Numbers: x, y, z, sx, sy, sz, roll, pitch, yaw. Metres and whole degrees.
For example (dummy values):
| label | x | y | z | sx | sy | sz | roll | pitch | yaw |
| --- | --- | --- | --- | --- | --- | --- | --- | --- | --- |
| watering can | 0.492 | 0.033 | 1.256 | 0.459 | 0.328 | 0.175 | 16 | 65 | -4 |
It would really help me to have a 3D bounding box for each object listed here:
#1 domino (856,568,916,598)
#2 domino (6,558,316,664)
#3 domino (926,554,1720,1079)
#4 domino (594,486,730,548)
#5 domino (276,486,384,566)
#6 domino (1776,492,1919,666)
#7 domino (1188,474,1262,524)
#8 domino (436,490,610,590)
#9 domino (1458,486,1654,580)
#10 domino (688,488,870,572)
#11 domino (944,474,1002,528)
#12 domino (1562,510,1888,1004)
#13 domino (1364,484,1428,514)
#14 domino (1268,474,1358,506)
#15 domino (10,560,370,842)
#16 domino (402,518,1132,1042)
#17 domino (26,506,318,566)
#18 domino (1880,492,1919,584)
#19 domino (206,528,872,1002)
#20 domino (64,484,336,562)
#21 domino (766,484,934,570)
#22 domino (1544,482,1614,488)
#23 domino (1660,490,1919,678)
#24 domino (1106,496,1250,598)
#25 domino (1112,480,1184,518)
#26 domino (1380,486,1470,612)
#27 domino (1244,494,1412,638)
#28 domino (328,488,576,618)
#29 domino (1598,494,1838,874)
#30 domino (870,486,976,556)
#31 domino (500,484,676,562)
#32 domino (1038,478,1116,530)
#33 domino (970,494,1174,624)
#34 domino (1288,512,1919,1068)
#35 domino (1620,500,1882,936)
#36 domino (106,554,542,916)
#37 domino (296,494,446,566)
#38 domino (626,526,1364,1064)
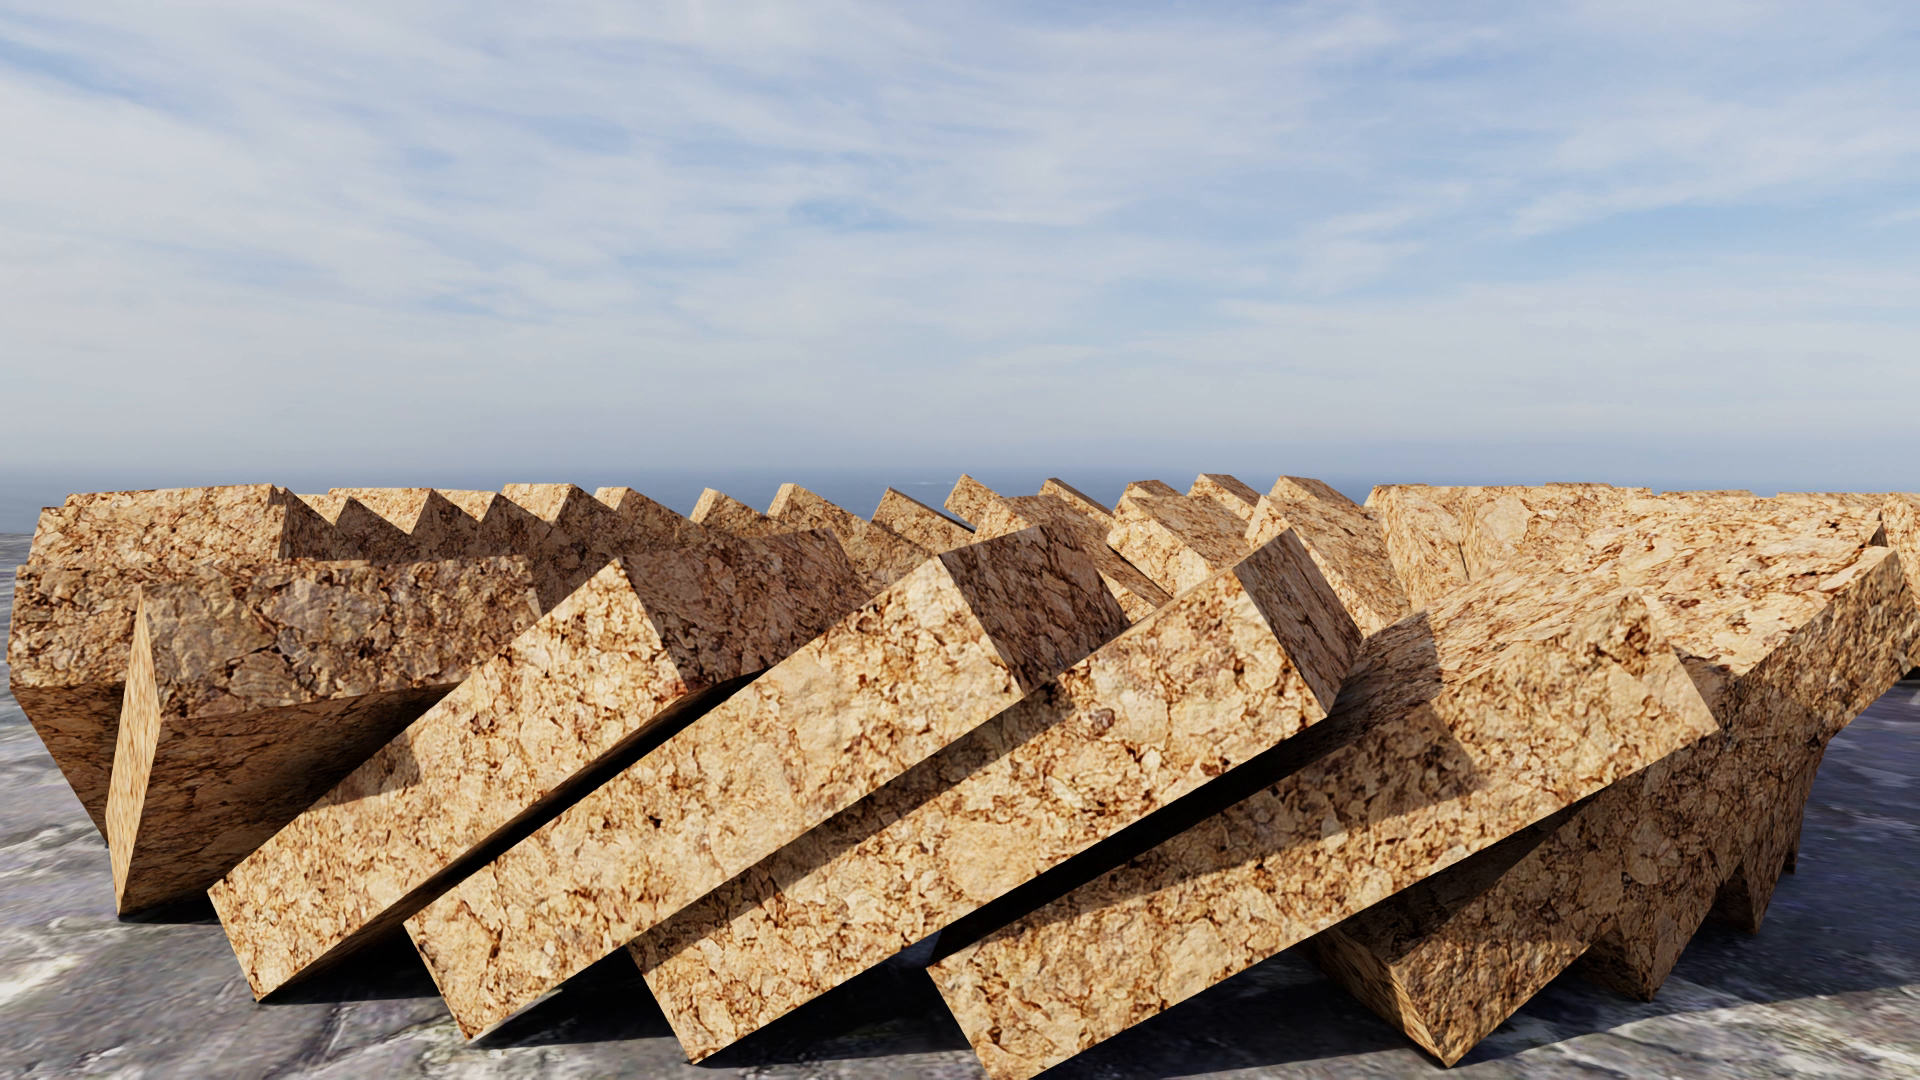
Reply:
| label | x | y | z | sx | sy | sz | roll | pitch | yaw |
| --- | --- | --- | --- | --- | --- | --- | --- | --- | --- |
| domino | -0.013 | 0.016 | 0.201 | 0.050 | 0.009 | 0.025 | -3 | -36 | -39 |
| domino | -0.084 | 0.016 | 0.145 | 0.025 | 0.009 | 0.050 | -2 | -22 | -20 |
| domino | 0.023 | 0.019 | 0.092 | 0.050 | 0.009 | 0.025 | -31 | -1 | 9 |
| domino | -0.059 | 0.004 | 0.293 | 0.050 | 0.009 | 0.025 | 30 | -13 | -27 |
| domino | -0.101 | 0.009 | 0.200 | 0.025 | 0.009 | 0.050 | -2 | -29 | 12 |
| domino | 0.173 | 0.009 | 0.231 | 0.025 | 0.010 | 0.050 | 0 | 34 | -11 |
| domino | 0.081 | 0.001 | 0.318 | 0.050 | 0.010 | 0.025 | 36 | 18 | 23 |
| domino | -0.083 | 0.006 | 0.259 | 0.025 | 0.010 | 0.050 | 4 | -25 | 39 |
| domino | 0.084 | 0.012 | 0.171 | 0.025 | 0.009 | 0.050 | 1 | 39 | 9 |
| domino | -0.039 | 0.004 | 0.306 | 0.050 | 0.010 | 0.025 | 28 | -5 | -18 |
| domino | 0.020 | 0.000 | 0.322 | 0.050 | 0.009 | 0.025 | 31 | 2 | -3 |
| domino | 0.061 | 0.016 | 0.117 | 0.050 | 0.010 | 0.025 | -40 | 24 | -25 |
| domino | 0.119 | 0.004 | 0.295 | 0.025 | 0.010 | 0.050 | -4 | 35 | -44 |
| domino | 0.100 | 0.002 | 0.309 | 0.050 | 0.009 | 0.025 | 39 | 21 | 30 |
| domino | -0.071 | 0.017 | 0.124 | 0.025 | 0.009 | 0.050 | -2 | -24 | -27 |
| domino | -0.013 | 0.017 | 0.093 | 0.050 | 0.010 | 0.025 | -35 | -7 | 21 |
| domino | -0.093 | 0.013 | 0.163 | 0.025 | 0.009 | 0.050 | -1 | -29 | -11 |
| domino | 0.180 | 0.010 | 0.213 | 0.025 | 0.010 | 0.050 | 3 | 33 | -3 |
| domino | -0.032 | 0.017 | 0.100 | 0.050 | 0.010 | 0.025 | -35 | -10 | 24 |
| domino | -0.099 | 0.010 | 0.180 | 0.025 | 0.009 | 0.050 | -3 | -30 | -2 |
| domino | -0.022 | 0.002 | 0.313 | 0.050 | 0.009 | 0.025 | 28 | -5 | -14 |
| domino | 0.147 | 0.005 | 0.267 | 0.025 | 0.010 | 0.050 | -1 | 35 | -36 |
| domino | 0.162 | 0.007 | 0.250 | 0.025 | 0.010 | 0.050 | -2 | 34 | -22 |
| domino | 0.052 | 0.009 | 0.226 | 0.025 | 0.009 | 0.050 | -3 | 34 | -42 |
| domino | 0.065 | 0.002 | 0.323 | 0.050 | 0.009 | 0.025 | 33 | 17 | 19 |
| domino | 0.082 | 0.010 | 0.190 | 0.025 | 0.010 | 0.050 | 0 | 38 | 0 |
| domino | 0.071 | 0.010 | 0.215 | 0.025 | 0.010 | 0.050 | 5 | 29 | -21 |
| domino | -0.091 | 0.007 | 0.238 | 0.025 | 0.010 | 0.050 | 1 | -27 | 27 |
| domino | 0.084 | 0.014 | 0.147 | 0.025 | 0.010 | 0.050 | 3 | 40 | 38 |
| domino | 0.002 | 0.003 | 0.321 | 0.050 | 0.010 | 0.025 | 27 | 3 | -4 |
| domino | -0.072 | 0.004 | 0.272 | 0.025 | 0.009 | 0.050 | 2 | -26 | 41 |
| domino | 0.042 | 0.001 | 0.324 | 0.050 | 0.009 | 0.025 | 32 | 8 | 6 |
| domino | 0.029 | 0.009 | 0.232 | 0.050 | 0.009 | 0.025 | 35 | 20 | 24 |
| domino | 0.047 | 0.017 | 0.103 | 0.050 | 0.009 | 0.025 | -34 | 16 | -11 |
| domino | 0.074 | 0.015 | 0.131 | 0.025 | 0.010 | 0.050 | 5 | 41 | 46 |
| domino | -0.055 | 0.018 | 0.107 | 0.025 | 0.010 | 0.050 | -5 | -24 | -38 |
| domino | -0.098 | 0.009 | 0.222 | 0.025 | 0.010 | 0.050 | 2 | -27 | 25 |
| domino | 0.003 | 0.018 | 0.091 | 0.050 | 0.010 | 0.025 | -35 | -7 | 22 |
